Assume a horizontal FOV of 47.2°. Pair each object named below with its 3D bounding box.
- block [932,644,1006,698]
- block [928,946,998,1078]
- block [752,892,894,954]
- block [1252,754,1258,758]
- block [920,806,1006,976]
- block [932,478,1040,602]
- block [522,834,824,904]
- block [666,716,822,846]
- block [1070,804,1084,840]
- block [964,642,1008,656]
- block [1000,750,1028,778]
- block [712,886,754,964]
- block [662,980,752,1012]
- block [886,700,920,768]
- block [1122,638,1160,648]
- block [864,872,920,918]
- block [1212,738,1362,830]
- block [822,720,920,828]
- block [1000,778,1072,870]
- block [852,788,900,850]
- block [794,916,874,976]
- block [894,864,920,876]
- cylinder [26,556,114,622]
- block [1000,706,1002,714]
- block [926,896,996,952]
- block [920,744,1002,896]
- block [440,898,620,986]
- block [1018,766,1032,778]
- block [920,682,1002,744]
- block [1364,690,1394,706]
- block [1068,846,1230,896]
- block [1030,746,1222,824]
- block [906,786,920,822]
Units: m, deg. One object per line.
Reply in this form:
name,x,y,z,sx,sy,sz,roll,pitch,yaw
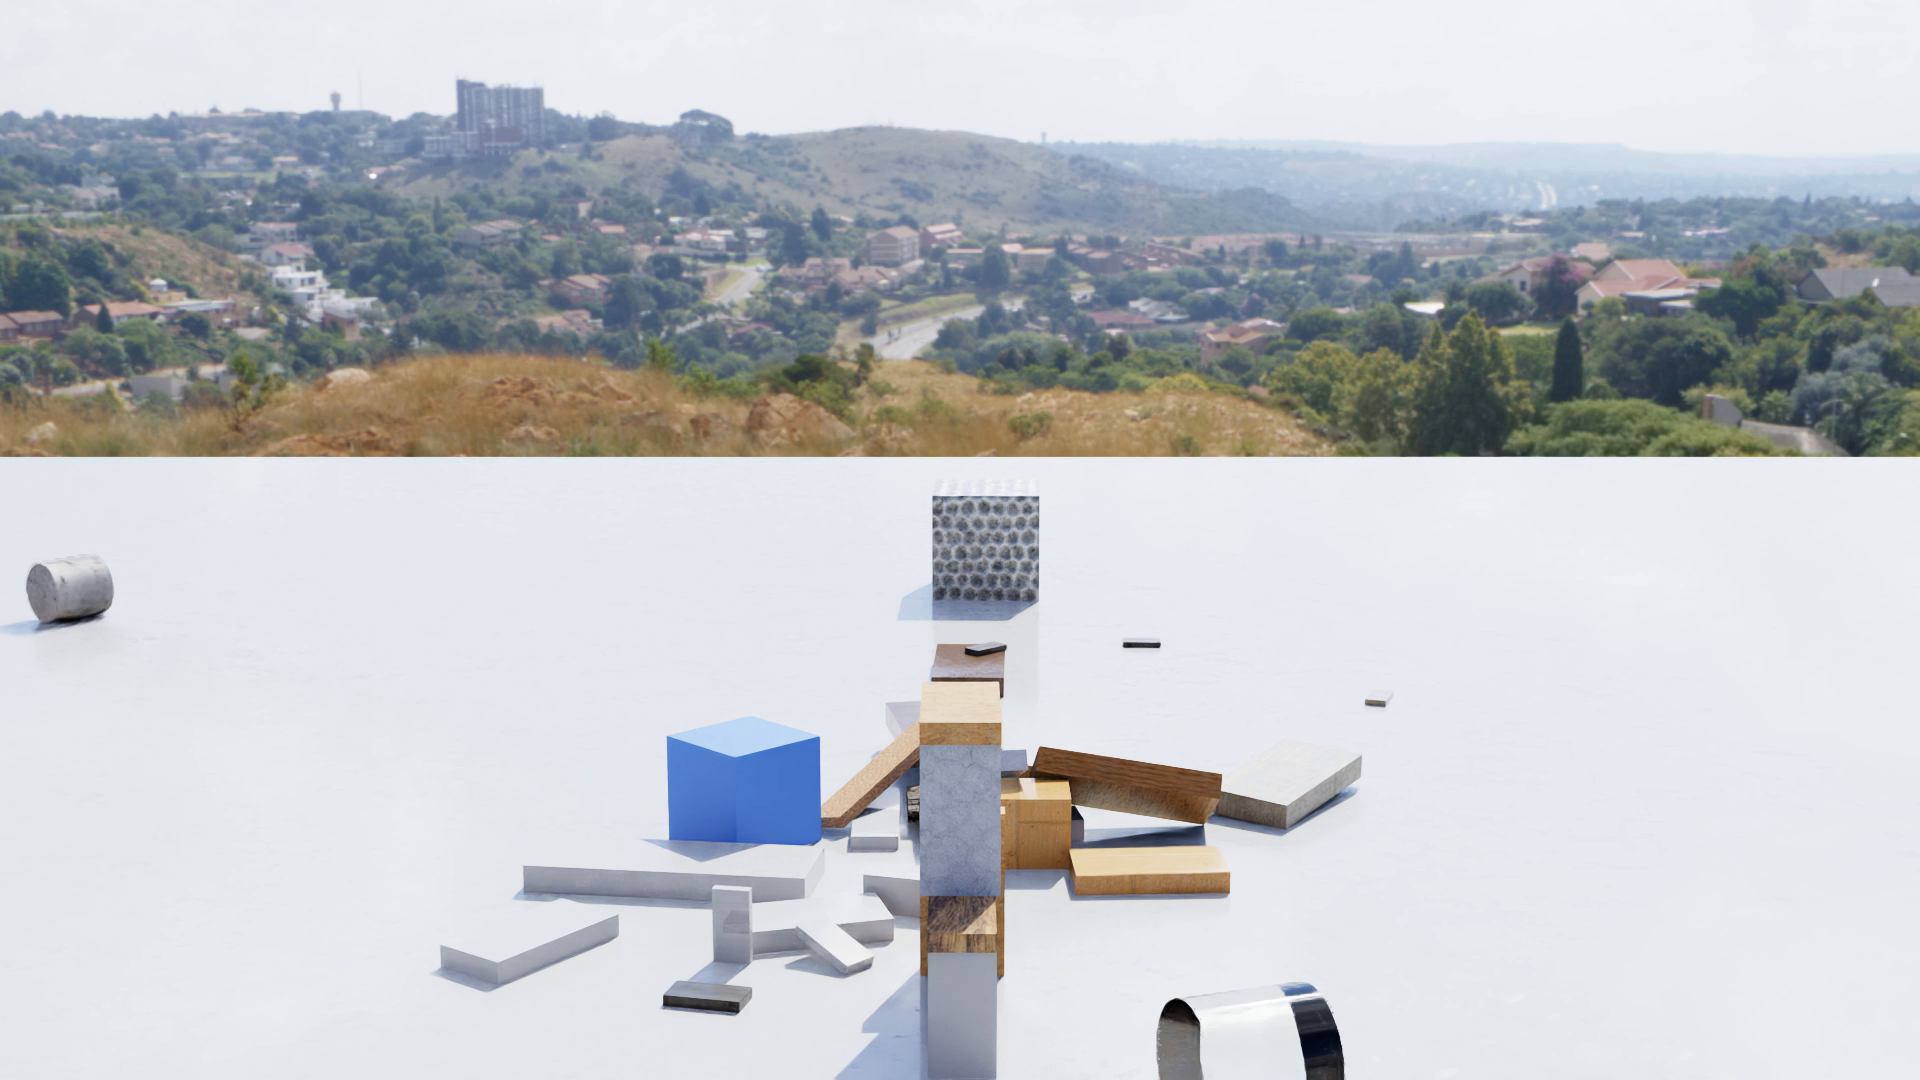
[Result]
block,0.022,0.301,5.099,0.163,0.046,0.326,0,11,2
block,0.003,0.630,2.949,0.092,0.184,0.026,0,11,0
block,-0.243,0.607,3.481,0.254,0.036,0.127,-3,11,-15
block,0.666,0.448,4.374,0.158,0.022,0.079,0,11,-2
block,0.004,0.528,3.306,0.127,0.254,0.036,0,11,0
block,0.074,-0.003,6.070,0.289,0.289,0.289,0,11,2
block,-0.481,0.557,3.720,0.479,0.047,0.165,1,11,8
block,-0.386,0.443,3.928,0.194,0.194,0.194,-10,15,-44
block,0.141,0.498,4.062,0.129,0.037,0.258,-1,11,-8
block,0.061,0.256,5.178,0.093,0.013,0.046,-10,14,-42
block,0.026,0.421,3.944,0.129,0.037,0.258,-1,-16,-14
block,-0.348,0.588,3.361,0.059,0.117,0.017,2,11,10
block,-0.368,0.666,3.212,0.117,0.017,0.059,2,11,13
block,-0.044,0.384,4.397,0.163,0.046,0.326,-2,11,-10
block,0.449,0.254,5.441,0.093,0.013,0.046,0,11,2
block,-0.094,0.576,3.569,0.127,0.063,0.018,3,11,16
block,0.618,0.460,4.176,0.165,0.047,0.329,10,17,33
block,-0.147,0.435,4.114,0.079,0.022,0.357,-6,22,39
block,0.128,0.494,3.841,0.125,0.125,0.125,0,11,0
block,-0.153,0.510,4.035,0.084,0.024,0.290,0,11,-1
block,-0.193,0.619,3.365,0.117,0.017,0.059,32,28,35
block,-0.085,0.575,3.699,0.063,0.018,0.127,10,14,42
cylinder,-2.322,0.127,5.739,0.154,0.154,0.154,8,13,38
block,0.005,0.407,4.528,0.163,0.046,0.326,0,11,1
block,0.003,0.515,2.990,0.092,0.026,0.184,0,11,0
block,0.001,0.380,3.036,0.111,0.222,0.031,0,11,0
block,-0.664,0.620,3.409,0.127,0.036,0.254,7,13,35
block,0.069,0.426,4.092,0.168,0.024,0.084,13,-15,-14
block,0.001,0.242,3.086,0.111,0.031,0.222,0,11,0
block,0.936,0.353,4.911,0.046,0.013,0.093,4,11,21
block,0.319,0.561,3.727,0.258,0.037,0.129,-1,12,-2
block,0.294,0.444,3.964,0.329,0.047,0.165,9,-24,-1
block,-0.059,0.486,4.050,0.076,0.022,0.152,1,11,-3
